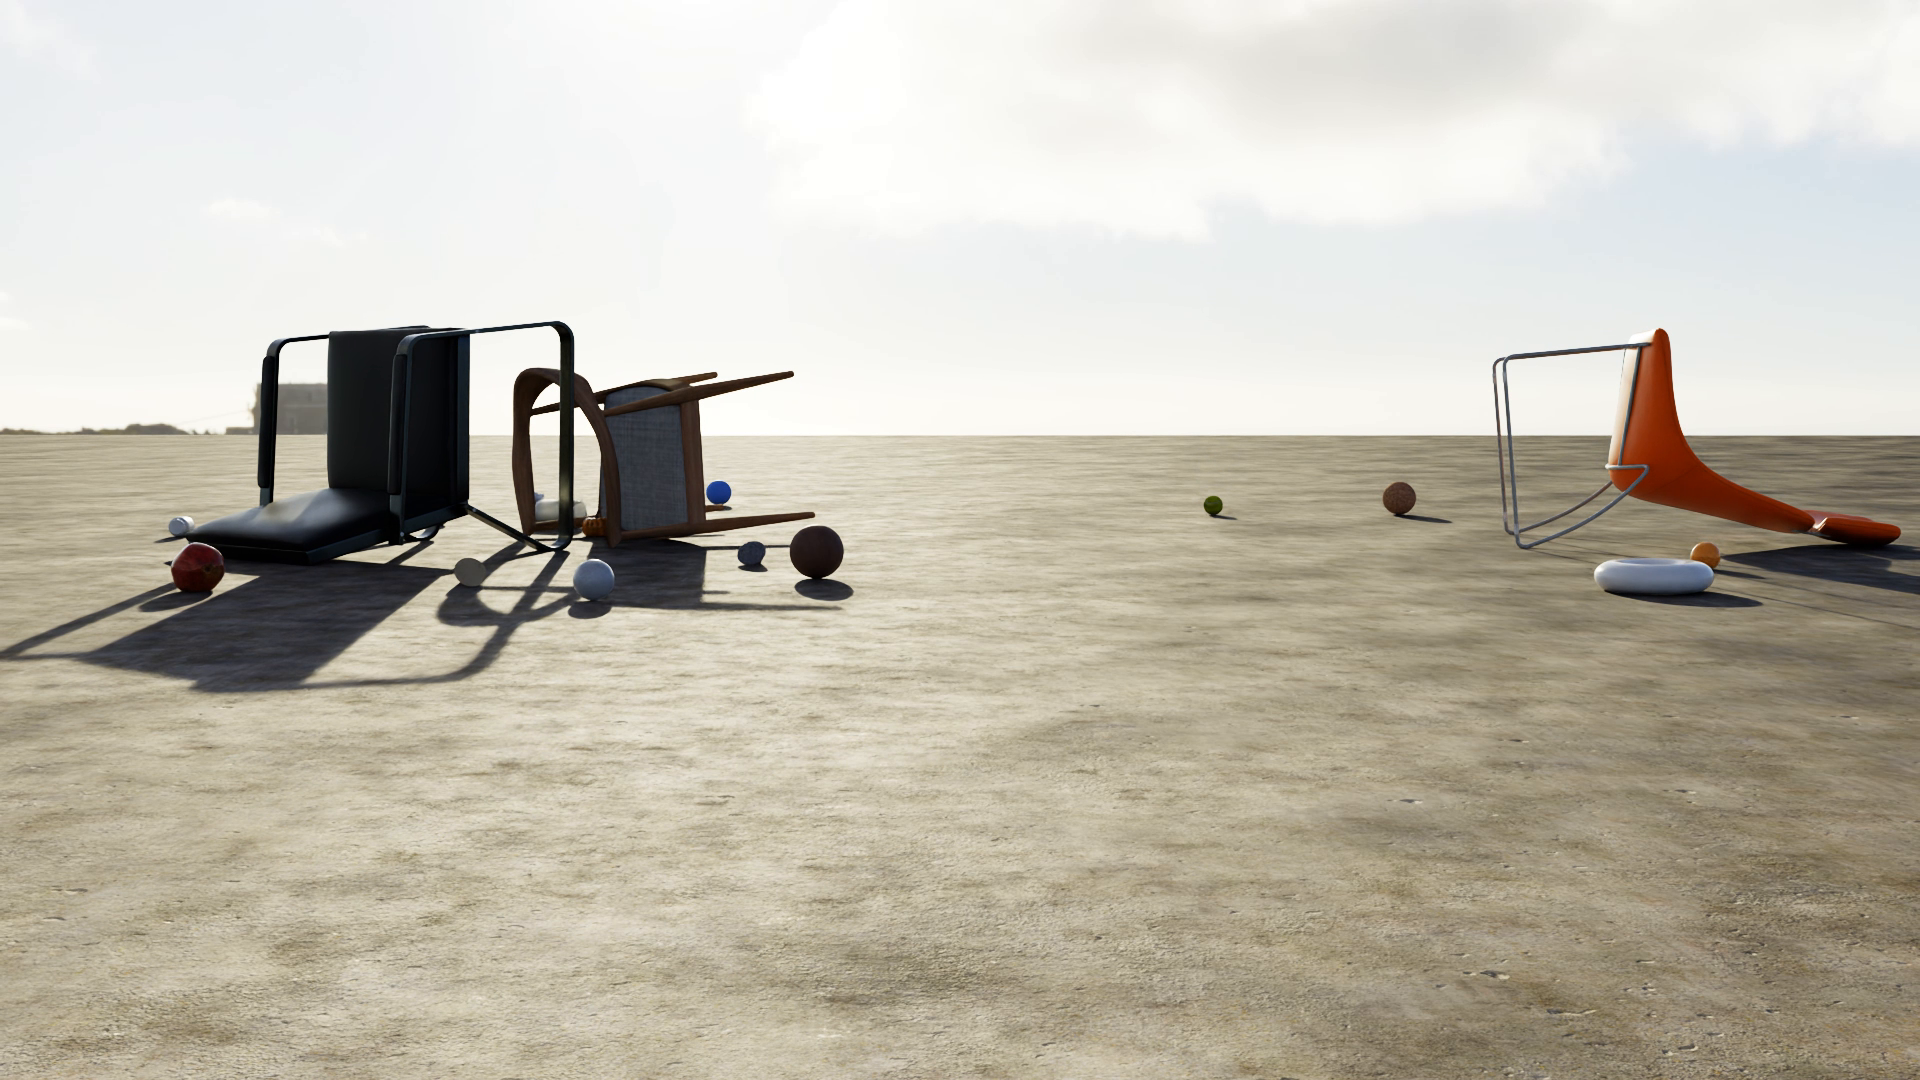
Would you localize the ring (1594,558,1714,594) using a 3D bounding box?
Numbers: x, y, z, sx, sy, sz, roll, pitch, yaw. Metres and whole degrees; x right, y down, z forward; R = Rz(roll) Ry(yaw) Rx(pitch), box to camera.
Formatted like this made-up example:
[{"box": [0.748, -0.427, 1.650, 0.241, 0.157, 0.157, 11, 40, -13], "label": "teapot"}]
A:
[{"box": [1.543, 0.080, 4.893, 0.256, 0.067, 0.258, 1, 5, 31], "label": "ring"}]

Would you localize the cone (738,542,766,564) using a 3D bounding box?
[{"box": [-0.524, 0.046, 5.654, 0.080, 0.067, 0.063, -5, -26, 17], "label": "cone"}]

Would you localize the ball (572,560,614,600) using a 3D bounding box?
[{"box": [-0.778, 0.085, 4.669, 0.088, 0.088, 0.088, 0, 4, 0], "label": "ball"}]

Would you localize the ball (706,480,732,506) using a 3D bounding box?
[{"box": [-0.932, -0.183, 8.497, 0.098, 0.098, 0.098, 0, 4, 0], "label": "ball"}]

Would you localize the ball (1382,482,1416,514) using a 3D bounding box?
[{"box": [1.572, -0.150, 7.870, 0.118, 0.118, 0.118, 0, 4, 0], "label": "ball"}]
